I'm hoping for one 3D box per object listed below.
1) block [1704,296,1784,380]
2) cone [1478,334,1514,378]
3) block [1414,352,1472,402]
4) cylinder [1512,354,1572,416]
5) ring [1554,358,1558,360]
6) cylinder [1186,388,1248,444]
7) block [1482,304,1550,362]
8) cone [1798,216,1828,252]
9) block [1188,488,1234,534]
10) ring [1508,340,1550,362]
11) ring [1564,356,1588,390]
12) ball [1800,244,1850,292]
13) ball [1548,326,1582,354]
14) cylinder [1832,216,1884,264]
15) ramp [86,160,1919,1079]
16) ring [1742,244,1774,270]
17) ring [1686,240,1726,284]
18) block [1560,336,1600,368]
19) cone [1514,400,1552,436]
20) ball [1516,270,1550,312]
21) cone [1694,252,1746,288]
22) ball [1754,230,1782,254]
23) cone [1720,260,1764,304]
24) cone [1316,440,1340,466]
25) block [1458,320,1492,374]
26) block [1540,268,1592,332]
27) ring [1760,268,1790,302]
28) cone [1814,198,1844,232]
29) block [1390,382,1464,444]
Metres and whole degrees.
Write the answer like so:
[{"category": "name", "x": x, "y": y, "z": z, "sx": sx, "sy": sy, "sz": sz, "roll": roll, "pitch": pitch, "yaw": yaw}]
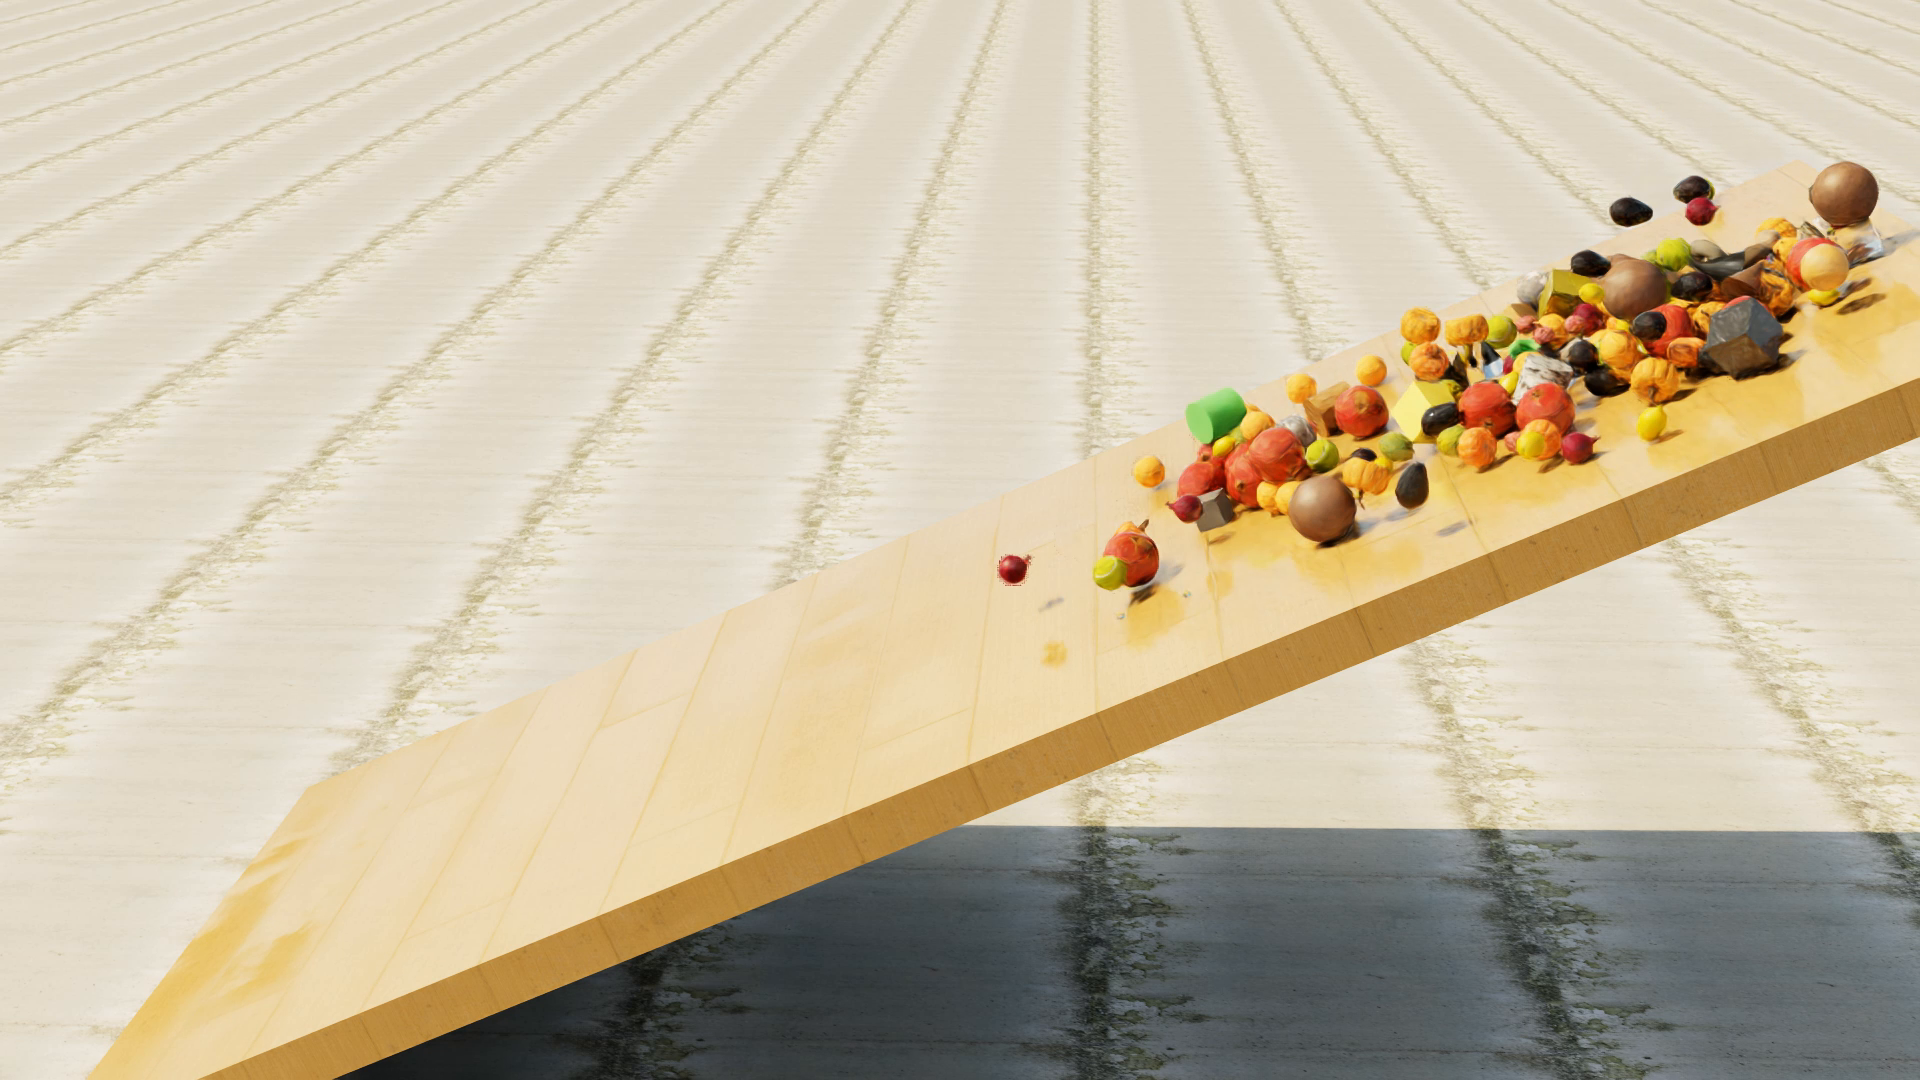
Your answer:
[{"category": "block", "x": 1.460, "y": -0.375, "z": 5.478, "sx": 0.093, "sy": 0.093, "sz": 0.093, "roll": -23, "pitch": 36, "yaw": 45}, {"category": "cone", "x": 1.133, "y": -0.407, "z": 6.287, "sx": 0.089, "sy": 0.089, "sz": 0.089, "roll": -36, "pitch": 10, "yaw": 7}, {"category": "block", "x": 1.026, "y": -0.336, "z": 6.246, "sx": 0.084, "sy": 0.084, "sz": 0.084, "roll": -18, "pitch": 14, "yaw": 25}, {"category": "cylinder", "x": 1.142, "y": -0.303, "z": 5.770, "sx": 0.094, "sy": 0.094, "sz": 0.094, "roll": 13, "pitch": 19, "yaw": -5}, {"category": "ring", "x": 1.209, "y": -0.351, "z": 6.102, "sx": 0.083, "sy": 0.028, "sz": 0.083, "roll": -25, "pitch": 12, "yaw": 5}, {"category": "cylinder", "x": 0.553, "y": -0.269, "z": 6.337, "sx": 0.095, "sy": 0.095, "sz": 0.095, "roll": -24, "pitch": 25, "yaw": -25}, {"category": "block", "x": 1.180, "y": -0.438, "z": 6.228, "sx": 0.087, "sy": 0.087, "sz": 0.087, "roll": -6, "pitch": 58, "yaw": -51}, {"category": "cone", "x": 1.776, "y": -0.647, "z": 6.159, "sx": 0.065, "sy": 0.065, "sz": 0.065, "roll": -23, "pitch": 13, "yaw": 6}, {"category": "block", "x": 0.525, "y": -0.061, "z": 6.123, "sx": 0.062, "sy": 0.062, "sz": 0.062, "roll": -18, "pitch": 14, "yaw": 28}, {"category": "ring", "x": 1.187, "y": -0.393, "z": 6.133, "sx": 0.087, "sy": 0.029, "sz": 0.087, "roll": 2, "pitch": 27, "yaw": -1}, {"category": "ring", "x": 1.209, "y": -0.323, "z": 5.905, "sx": 0.123, "sy": 0.041, "sz": 0.123, "roll": -40, "pitch": -3, "yaw": -3}, {"category": "ball", "x": 1.645, "y": -0.518, "z": 5.595, "sx": 0.091, "sy": 0.091, "sz": 0.091, "roll": 0, "pitch": 15, "yaw": 0}, {"category": "ball", "x": 1.273, "y": -0.425, "z": 6.183, "sx": 0.070, "sy": 0.070, "sz": 0.070, "roll": 0, "pitch": 15, "yaw": 0}, {"category": "cylinder", "x": 1.796, "y": -0.598, "z": 5.881, "sx": 0.076, "sy": 0.076, "sz": 0.076, "roll": -23, "pitch": 7, "yaw": 21}, {"category": "ramp", "x": 0.132, "y": 0.170, "z": 6.284, "sx": 4.000, "sy": 0.100, "sz": 2.000, "roll": -23, "pitch": 13, "yaw": 8}, {"category": "ring", "x": 1.611, "y": -0.552, "z": 6.005, "sx": 0.120, "sy": 0.120, "sz": 0.040, "roll": -10, "pitch": 47, "yaw": -33}, {"category": "ring", "x": 1.573, "y": -0.584, "z": 6.187, "sx": 0.036, "sy": 0.107, "sz": 0.107, "roll": -39, "pitch": 31, "yaw": -19}, {"category": "block", "x": 1.275, "y": -0.381, "z": 6.046, "sx": 0.051, "sy": 0.051, "sz": 0.051, "roll": -11, "pitch": 18, "yaw": 46}, {"category": "cone", "x": 1.110, "y": -0.225, "z": 5.741, "sx": 0.076, "sy": 0.076, "sz": 0.076, "roll": -1, "pitch": -20, "yaw": -5}, {"category": "ball", "x": 1.234, "y": -0.532, "z": 6.281, "sx": 0.089, "sy": 0.089, "sz": 0.089, "roll": 0, "pitch": 15, "yaw": 0}, {"category": "cone", "x": 1.495, "y": -0.536, "z": 5.817, "sx": 0.094, "sy": 0.094, "sz": 0.094, "roll": 15, "pitch": 18, "yaw": 9}, {"category": "ball", "x": 1.673, "y": -0.615, "z": 6.087, "sx": 0.056, "sy": 0.056, "sz": 0.056, "roll": 0, "pitch": 15, "yaw": 0}, {"category": "cone", "x": 1.546, "y": -0.514, "z": 5.742, "sx": 0.086, "sy": 0.086, "sz": 0.086, "roll": 18, "pitch": 65, "yaw": 49}, {"category": "cone", "x": 0.780, "y": -0.172, "z": 6.154, "sx": 0.051, "sy": 0.051, "sz": 0.051, "roll": -14, "pitch": 50, "yaw": -42}, {"category": "block", "x": 1.143, "y": -0.419, "z": 6.373, "sx": 0.083, "sy": 0.083, "sz": 0.083, "roll": -25, "pitch": 13, "yaw": -2}, {"category": "block", "x": 1.266, "y": -0.503, "z": 6.151, "sx": 0.084, "sy": 0.084, "sz": 0.084, "roll": 14, "pitch": 40, "yaw": 0}, {"category": "ring", "x": 1.611, "y": -0.508, "z": 5.858, "sx": 0.088, "sy": 0.029, "sz": 0.088, "roll": 4, "pitch": 47, "yaw": -4}, {"category": "cone", "x": 1.833, "y": -0.693, "z": 6.186, "sx": 0.064, "sy": 0.064, "sz": 0.064, "roll": 0, "pitch": 35, "yaw": 0}, {"category": "block", "x": 0.943, "y": -0.256, "z": 5.934, "sx": 0.087, "sy": 0.087, "sz": 0.087, "roll": 1, "pitch": 46, "yaw": -38}]
